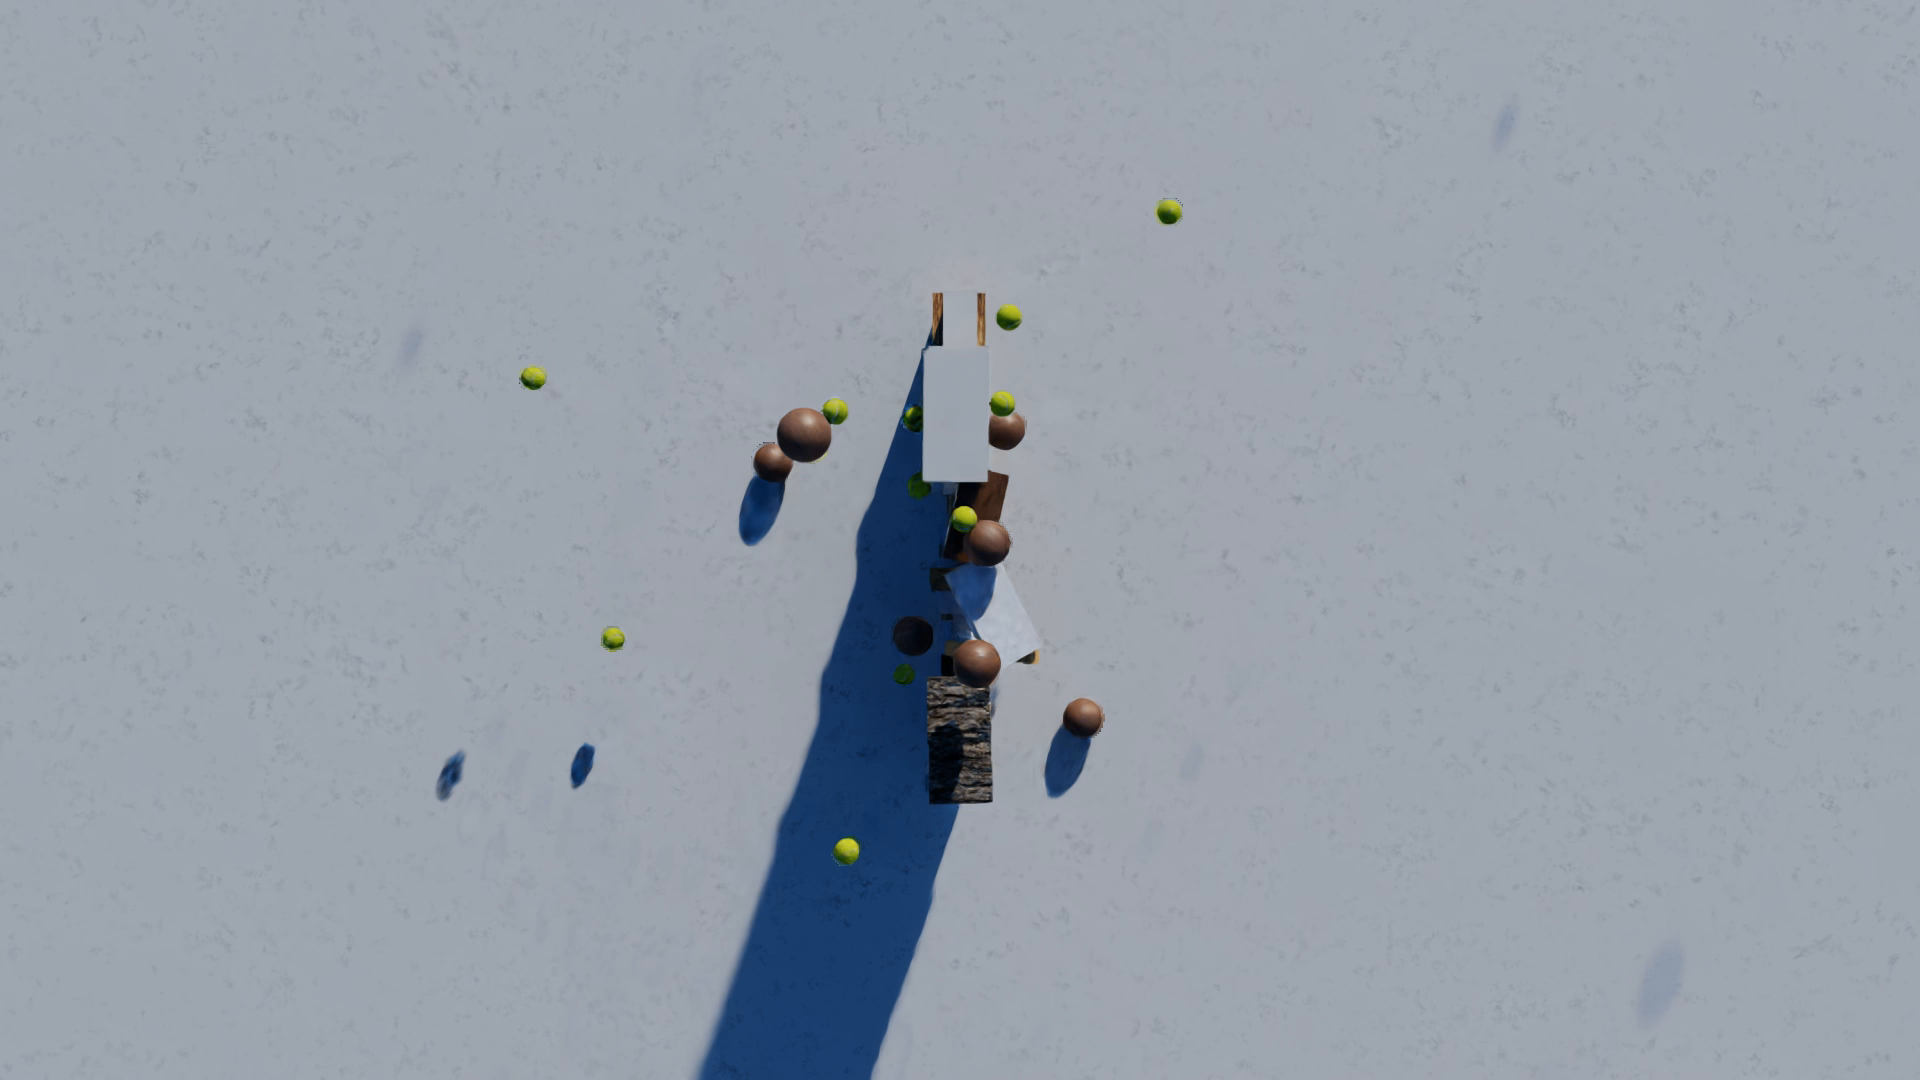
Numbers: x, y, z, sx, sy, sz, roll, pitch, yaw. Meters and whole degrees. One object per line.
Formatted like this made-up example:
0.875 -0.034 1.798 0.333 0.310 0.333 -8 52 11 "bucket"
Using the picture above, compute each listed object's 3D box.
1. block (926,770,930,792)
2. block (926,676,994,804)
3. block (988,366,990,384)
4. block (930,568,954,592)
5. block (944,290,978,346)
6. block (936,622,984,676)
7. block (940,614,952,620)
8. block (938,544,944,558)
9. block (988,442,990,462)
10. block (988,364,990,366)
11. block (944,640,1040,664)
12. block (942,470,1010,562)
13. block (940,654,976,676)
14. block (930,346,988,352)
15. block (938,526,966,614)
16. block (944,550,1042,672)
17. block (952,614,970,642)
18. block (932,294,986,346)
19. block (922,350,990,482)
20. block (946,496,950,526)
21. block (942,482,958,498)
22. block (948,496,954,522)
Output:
-0.006 0.681 4.918 0.174 0.671 0.049 3 90 0 "block"
-0.001 0.551 4.556 0.174 0.049 0.347 -2 90 0 "block"
-0.006 -0.455 4.561 0.172 0.344 0.049 -2 96 1 "block"
-0.008 0.114 4.752 0.152 0.304 0.043 -1 84 0 "block"
0.001 -0.640 4.908 0.101 0.029 0.202 0 90 0 "block"
0.000 0.402 5.191 0.144 0.041 0.289 1 90 0 "block"
0.003 0.122 5.220 0.131 0.037 0.262 0 90 0 "block"
0.003 0.034 4.772 0.132 0.264 0.037 1 90 -1 "block"
-0.006 -0.242 4.561 0.172 0.344 0.049 0 92 1 "block"
0.001 -0.500 4.954 0.171 0.341 0.048 0 90 0 "block"
0.089 0.325 4.769 0.152 0.329 0.043 8 85 -22 "block"
0.043 -0.066 4.619 0.132 0.037 0.264 13 89 -7 "block"
-0.007 0.448 4.944 0.105 0.030 0.211 1 90 0 "block"
-0.002 -0.385 4.758 0.171 0.048 0.341 0 90 1 "block"
0.003 0.090 4.923 0.130 0.037 0.259 1 90 0 "block"
0.093 0.196 4.576 0.152 0.043 0.304 -29 96 -18 "block"
0.004 0.284 5.048 0.057 0.016 0.114 1 90 0 "block"
-0.003 -0.603 5.148 0.164 0.047 0.329 0 90 0 "block"
-0.010 -0.326 4.364 0.172 0.049 0.344 1 90 1 "block"
-0.002 -0.099 5.323 0.082 0.023 0.165 1 90 0 "block"
0.037 -0.146 4.830 0.132 0.384 0.037 7 89 -7 "block"
0.011 -0.132 5.034 0.083 0.024 0.166 4 90 -4 "block"
